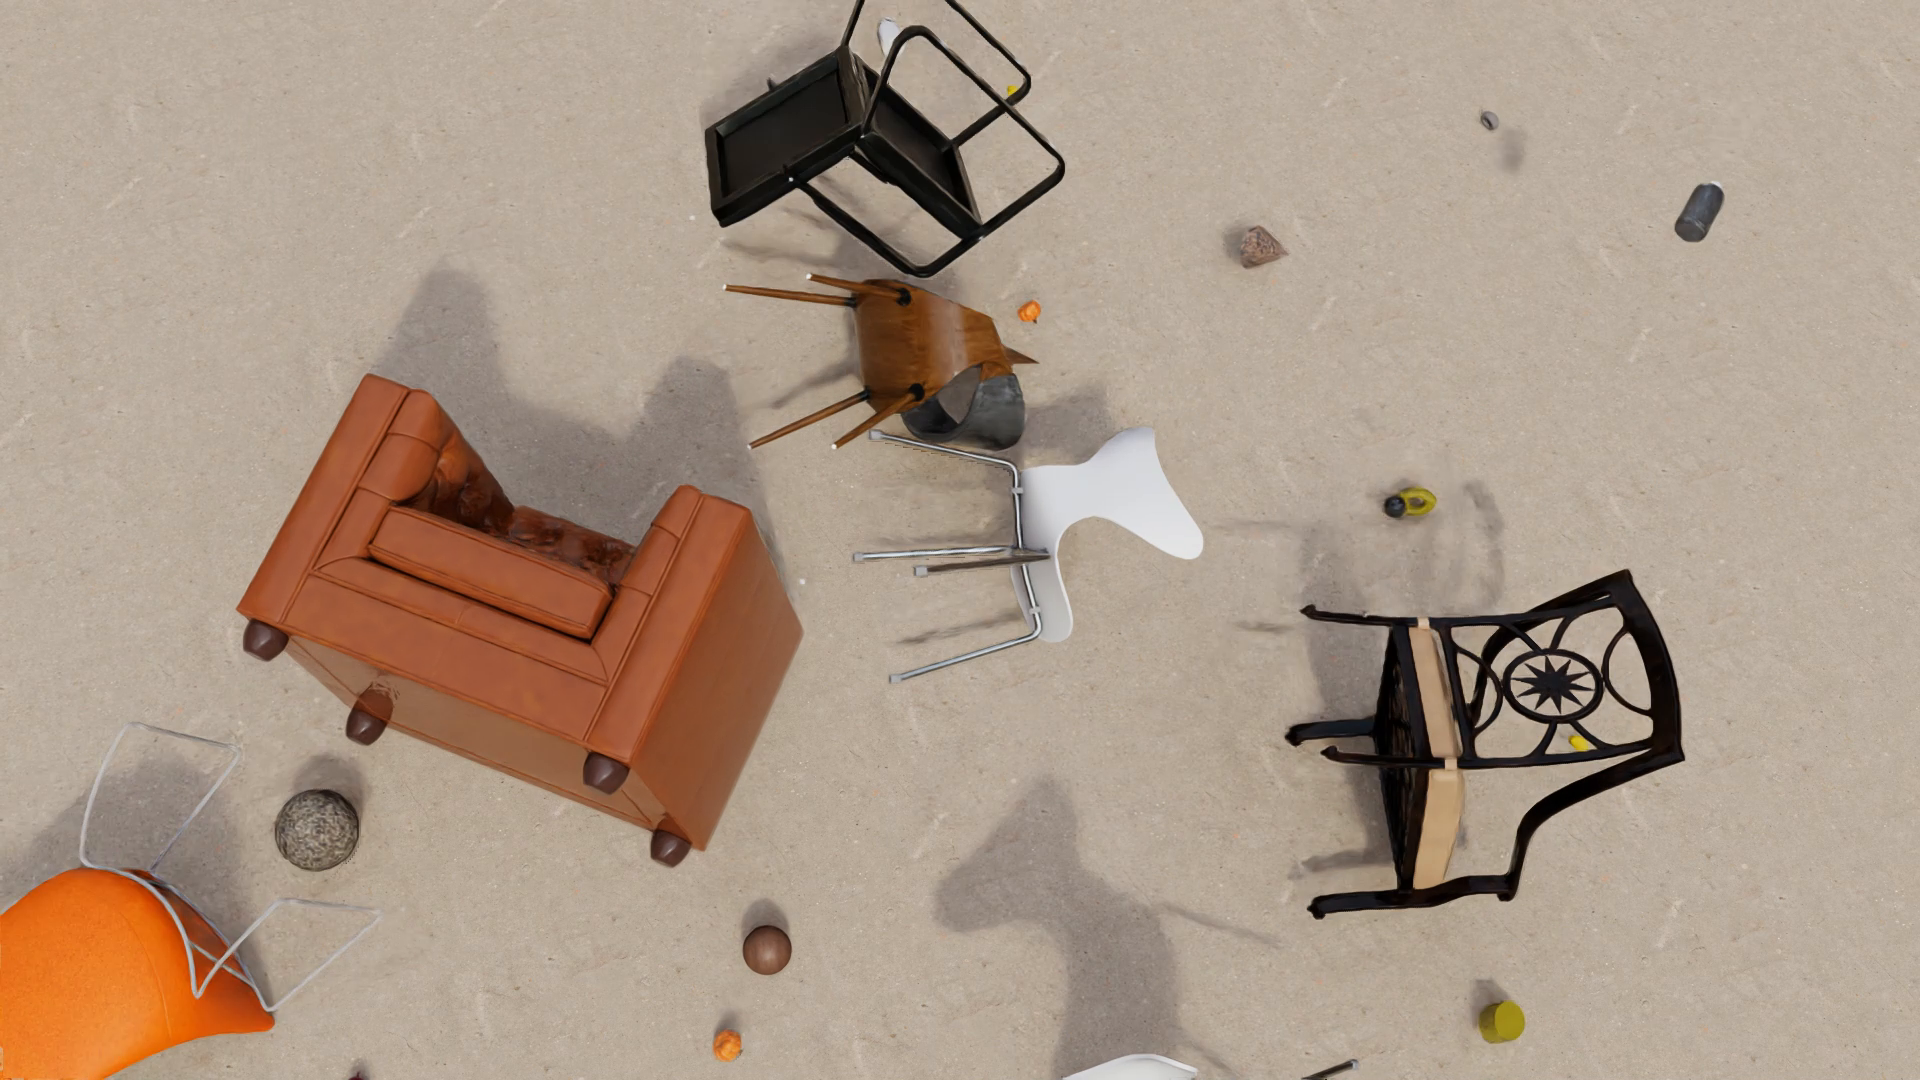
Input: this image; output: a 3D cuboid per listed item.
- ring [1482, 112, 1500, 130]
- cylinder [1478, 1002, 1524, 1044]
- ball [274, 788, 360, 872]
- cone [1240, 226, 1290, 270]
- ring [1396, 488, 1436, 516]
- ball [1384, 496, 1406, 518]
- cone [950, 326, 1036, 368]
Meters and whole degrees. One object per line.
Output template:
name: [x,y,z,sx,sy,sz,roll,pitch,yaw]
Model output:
ring: [1.809,-1.430,7.496,0.033,0.066,0.072,-36,45,-12]
cylinder: [1.397,1.246,5.676,0.094,0.065,0.105,45,56,-5]
ball: [-1.729,0.780,5.918,0.220,0.220,0.220,0,56,0]
cone: [1.004,-0.927,7.069,0.124,0.145,0.232,17,16,26]
ring: [1.366,-0.116,6.600,0.125,0.085,0.058,1,16,15]
ball: [1.295,-0.098,6.541,0.068,0.068,0.068,0,56,0]
cone: [0.129,-0.582,6.908,0.265,0.125,0.275,10,14,-19]
